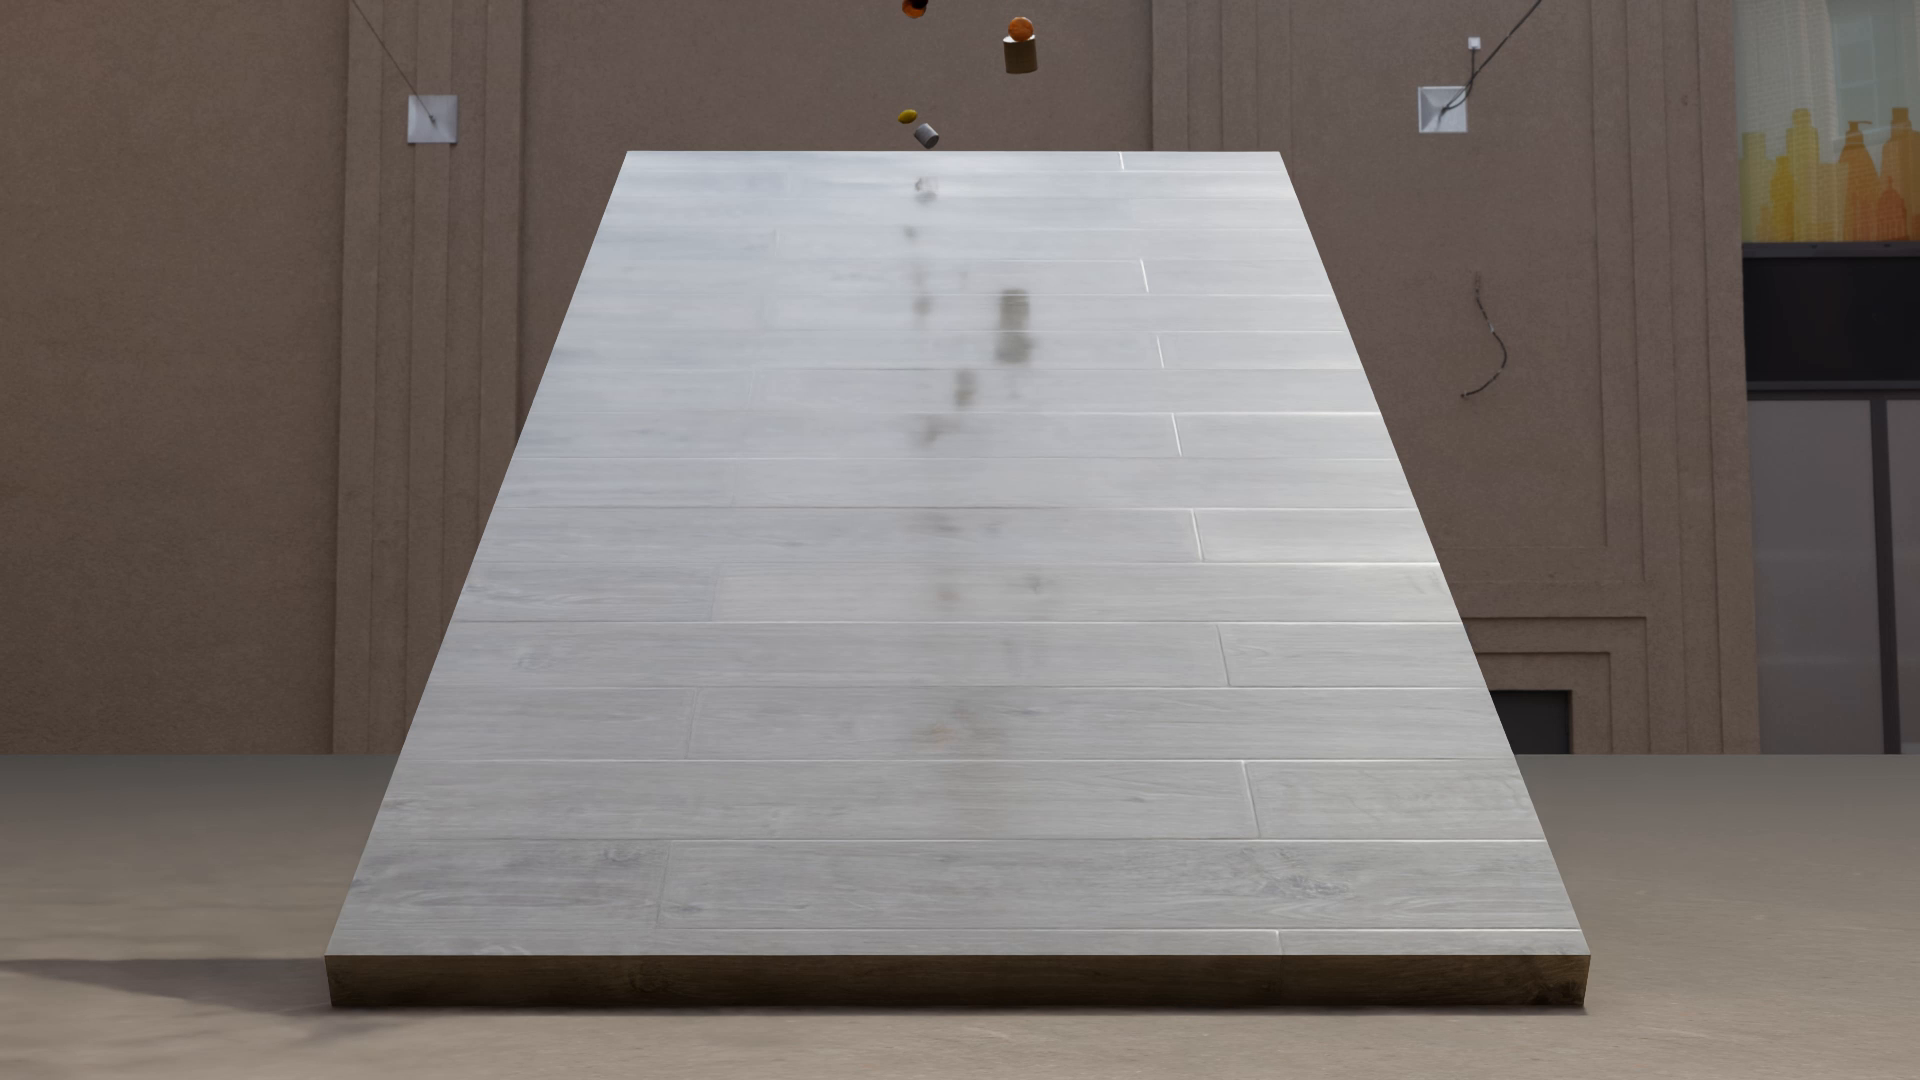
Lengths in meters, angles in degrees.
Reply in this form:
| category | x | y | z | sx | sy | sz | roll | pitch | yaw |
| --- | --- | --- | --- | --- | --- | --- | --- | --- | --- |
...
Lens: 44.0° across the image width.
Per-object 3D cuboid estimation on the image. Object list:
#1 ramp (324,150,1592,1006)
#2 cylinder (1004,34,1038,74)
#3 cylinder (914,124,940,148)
| category | x | y | z | sx | sy | sz | roll | pitch | yaw |
| --- | --- | --- | --- | --- | --- | --- | --- | --- | --- |
| ramp | -0.011 | -0.225 | 5.552 | 2.000 | 0.100 | 4.000 | 0 | 28 | 0 |
| cylinder | 0.176 | -1.409 | 6.898 | 0.093 | 0.093 | 0.093 | -6 | 25 | 3 |
| cylinder | -0.101 | -1.224 | 7.211 | 0.054 | 0.054 | 0.054 | -36 | -21 | -16 |
